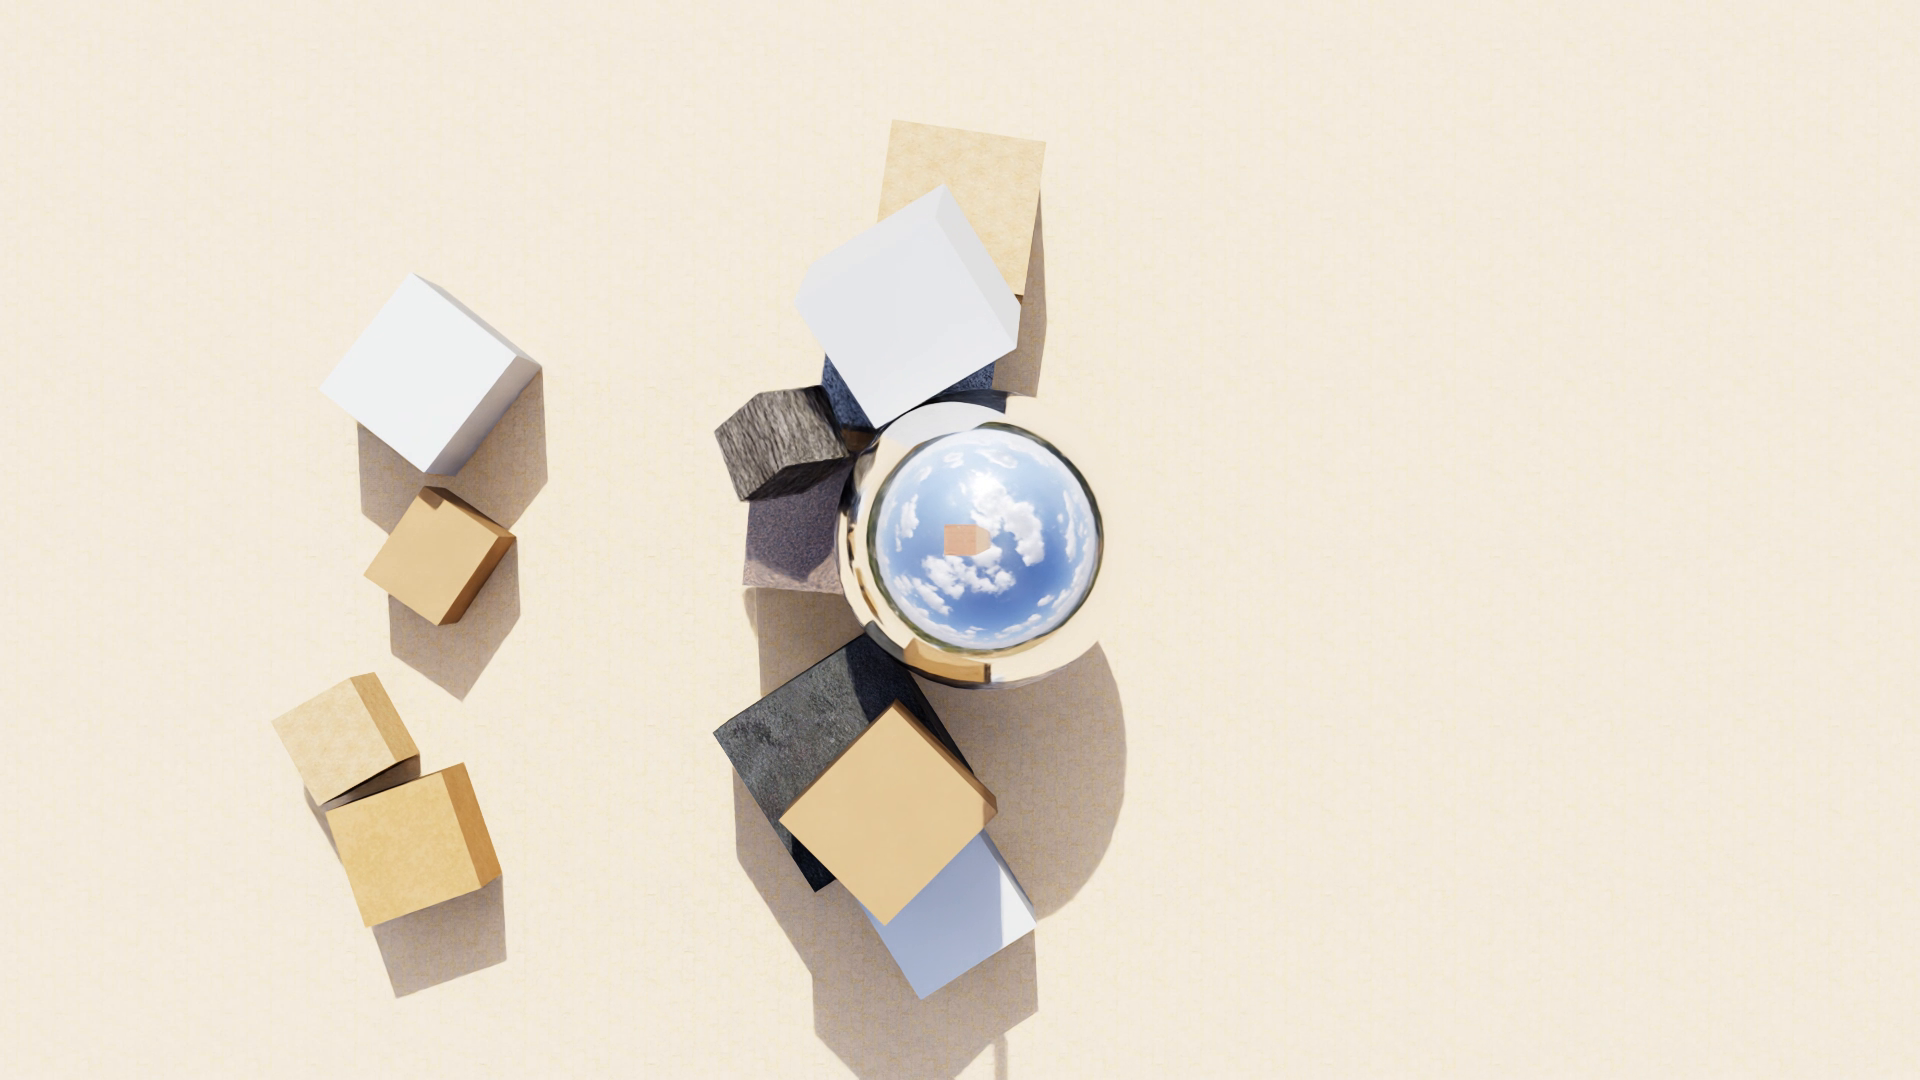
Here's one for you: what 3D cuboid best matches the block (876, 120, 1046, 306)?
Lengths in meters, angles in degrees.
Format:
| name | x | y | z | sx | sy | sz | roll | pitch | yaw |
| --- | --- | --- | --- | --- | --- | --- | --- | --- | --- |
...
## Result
| name | x | y | z | sx | sy | sz | roll | pitch | yaw |
| --- | --- | --- | --- | --- | --- | --- | --- | --- | --- |
| block | -0.011 | -1.817 | 12.501 | 0.852 | 0.997 | 0.845 | 8 | 90 | 0 |

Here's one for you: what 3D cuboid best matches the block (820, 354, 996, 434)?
| name | x | y | z | sx | sy | sz | roll | pitch | yaw |
| --- | --- | --- | --- | --- | --- | --- | --- | --- | --- |
| block | -0.277 | -1.008 | 12.615 | 0.943 | 0.770 | 0.828 | 9 | 90 | 0 |

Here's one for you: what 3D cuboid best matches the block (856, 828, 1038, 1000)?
| name | x | y | z | sx | sy | sz | roll | pitch | yaw |
| --- | --- | --- | --- | --- | --- | --- | --- | --- | --- |
| block | -0.099 | 2.044 | 12.653 | 0.774 | 0.694 | 0.768 | -32 | 90 | 0 |

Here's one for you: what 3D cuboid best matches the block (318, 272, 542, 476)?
| name | x | y | z | sx | sy | sz | roll | pitch | yaw |
| --- | --- | --- | --- | --- | --- | --- | --- | --- | --- |
| block | -3.021 | -0.934 | 12.621 | 0.751 | 0.757 | 0.832 | 38 | 90 | 0 |

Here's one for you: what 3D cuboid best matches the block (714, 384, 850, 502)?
| name | x | y | z | sx | sy | sz | roll | pitch | yaw |
| --- | --- | --- | --- | --- | --- | --- | --- | --- | --- |
| block | -0.965 | -0.522 | 11.893 | 0.436 | 0.491 | 0.427 | -11 | 74 | -41 |

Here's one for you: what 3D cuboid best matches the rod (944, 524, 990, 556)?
| name | x | y | z | sx | sy | sz | roll | pitch | yaw |
| --- | --- | --- | --- | --- | --- | --- | --- | --- | --- |
| rod | 0.056 | 0.000 | 8.226 | 0.080 | 5.200 | 0.080 | 0 | 90 | 1 |

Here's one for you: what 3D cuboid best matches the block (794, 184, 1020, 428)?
| name | x | y | z | sx | sy | sz | roll | pitch | yaw |
| --- | --- | --- | --- | --- | --- | --- | --- | --- | --- |
| block | -0.261 | -1.248 | 11.642 | 0.858 | 0.801 | 0.792 | -29 | 107 | 14 |

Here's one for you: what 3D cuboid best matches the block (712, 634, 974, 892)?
| name | x | y | z | sx | sy | sz | roll | pitch | yaw |
| --- | --- | --- | --- | --- | --- | --- | --- | --- | --- |
| block | -0.640 | 1.216 | 12.541 | 1.045 | 0.917 | 1.046 | -33 | 90 | 0 |

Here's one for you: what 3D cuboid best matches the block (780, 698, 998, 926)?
| name | x | y | z | sx | sy | sz | roll | pitch | yaw |
| --- | --- | --- | --- | --- | --- | --- | --- | --- | --- |
| block | -0.370 | 1.429 | 11.722 | 0.775 | 0.720 | 0.827 | 45 | 90 | 0 |

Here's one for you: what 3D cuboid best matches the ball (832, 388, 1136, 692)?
| name | x | y | z | sx | sy | sz | roll | pitch | yaw |
| --- | --- | --- | --- | --- | --- | --- | --- | --- | --- |
| ball | 0.130 | 0.000 | 11.625 | 1.600 | 1.600 | 1.600 | 0 | 90 | 0 |

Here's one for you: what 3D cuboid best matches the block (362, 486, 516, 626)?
| name | x | y | z | sx | sy | sz | roll | pitch | yaw |
| --- | --- | --- | --- | --- | --- | --- | --- | --- | --- |
| block | -3.004 | 0.090 | 12.738 | 0.511 | 0.524 | 0.616 | 34 | 90 | 0 |

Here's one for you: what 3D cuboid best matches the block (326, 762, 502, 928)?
| name | x | y | z | sx | sy | sz | roll | pitch | yaw |
| --- | --- | --- | --- | --- | --- | --- | --- | --- | --- |
| block | -3.145 | 1.752 | 12.710 | 0.693 | 0.579 | 0.694 | -19 | 90 | 0 |

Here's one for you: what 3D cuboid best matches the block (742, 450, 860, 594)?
| name | x | y | z | sx | sy | sz | roll | pitch | yaw |
| --- | --- | --- | --- | --- | --- | --- | --- | --- | --- |
| block | -0.812 | -0.115 | 12.615 | 0.734 | 0.770 | 0.801 | 5 | 90 | 0 |

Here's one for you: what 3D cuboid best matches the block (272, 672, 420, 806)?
| name | x | y | z | sx | sy | sz | roll | pitch | yaw |
| --- | --- | --- | --- | --- | --- | --- | --- | --- | --- |
| block | -3.547 | 1.143 | 12.725 | 0.509 | 0.551 | 0.550 | -29 | 90 | 0 |
